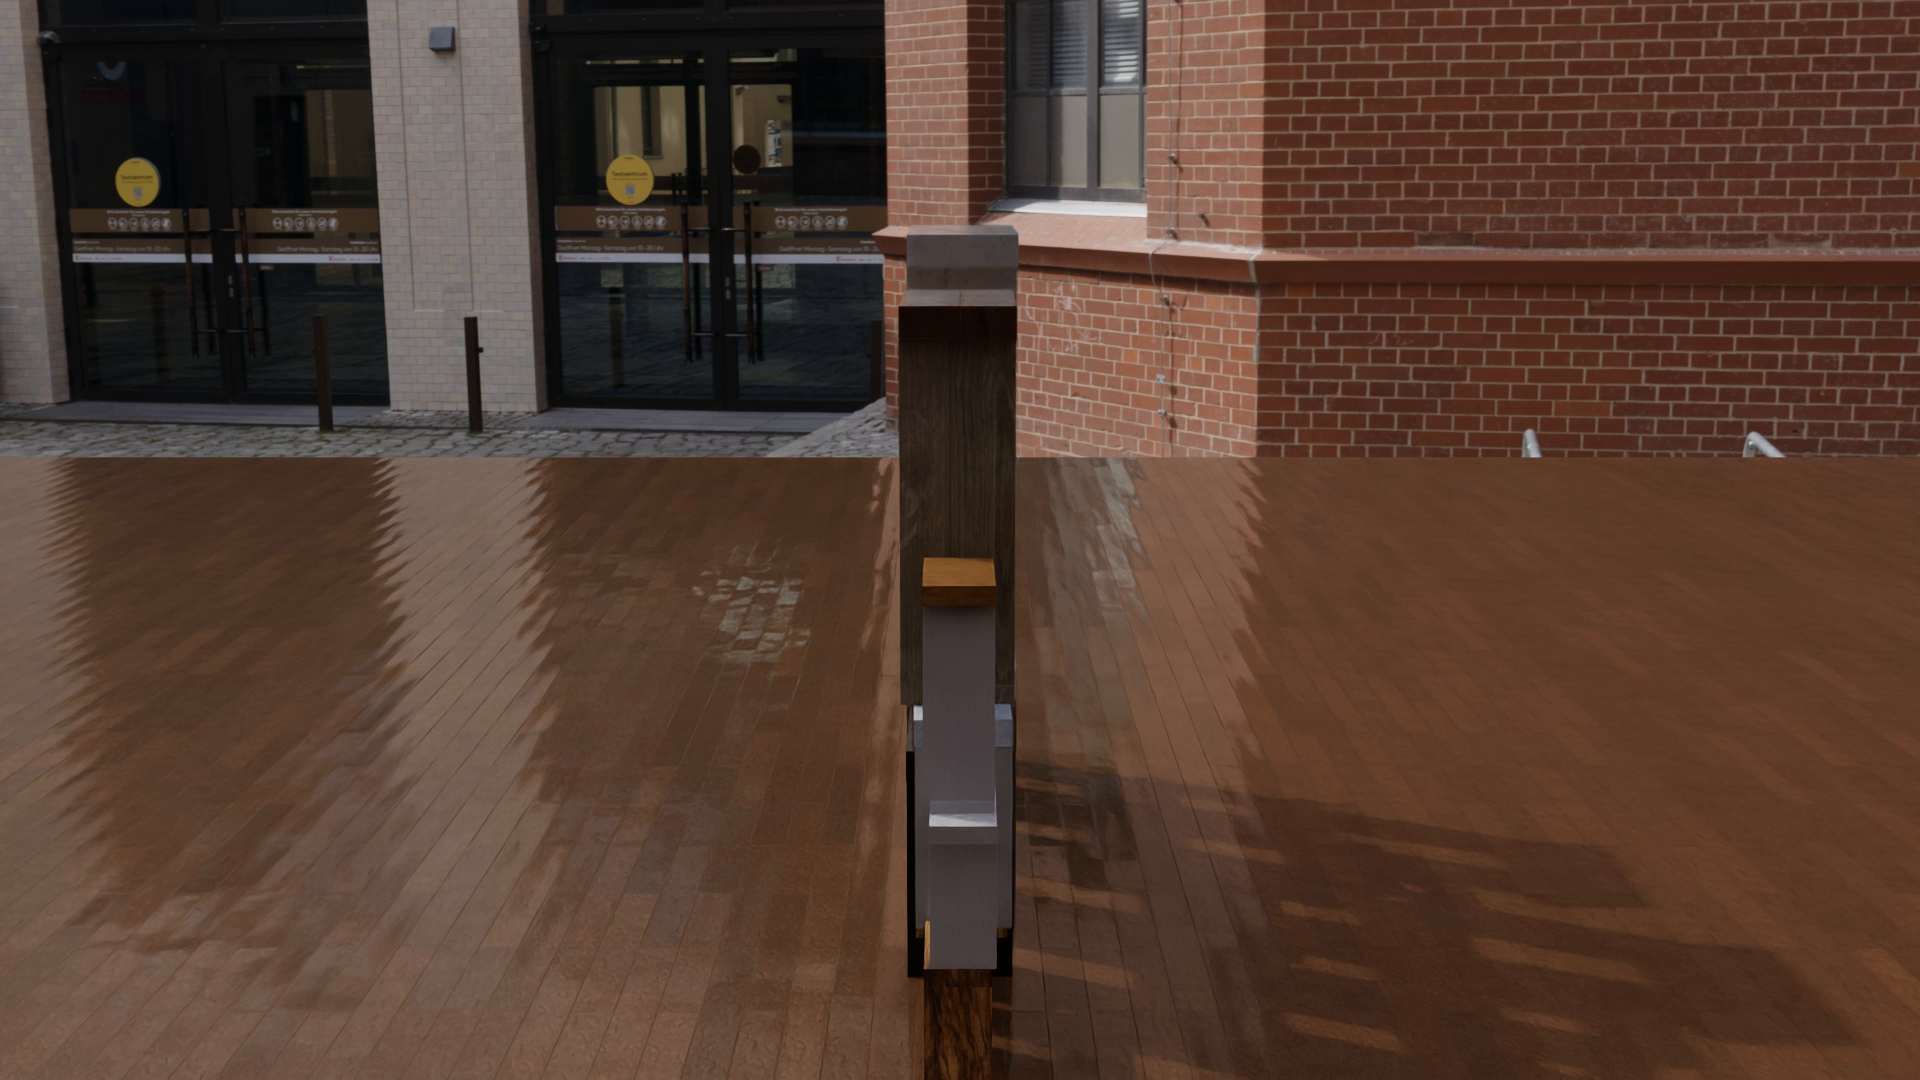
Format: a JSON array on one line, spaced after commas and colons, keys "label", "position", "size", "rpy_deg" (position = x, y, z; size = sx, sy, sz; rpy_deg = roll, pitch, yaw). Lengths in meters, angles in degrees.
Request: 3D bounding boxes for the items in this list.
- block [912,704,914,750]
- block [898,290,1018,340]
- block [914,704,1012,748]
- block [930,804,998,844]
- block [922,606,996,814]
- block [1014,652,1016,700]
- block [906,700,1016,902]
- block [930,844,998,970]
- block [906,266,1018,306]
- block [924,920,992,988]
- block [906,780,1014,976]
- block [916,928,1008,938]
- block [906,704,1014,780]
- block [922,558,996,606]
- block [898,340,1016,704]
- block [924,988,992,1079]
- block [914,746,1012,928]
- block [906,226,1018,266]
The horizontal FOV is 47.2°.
[{"label": "block", "position": [-0.001, 0.168, 3.217], "size": [0.138, 0.275, 0.039], "rpy_deg": [0, 11, 0]}, {"label": "block", "position": [-0.003, -0.310, 3.015], "size": [0.154, 0.044, 0.309], "rpy_deg": [0, 10, 0]}, {"label": "block", "position": [0.002, 0.232, 3.041], "size": [0.131, 0.037, 0.263], "rpy_deg": [0, 11, -1]}, {"label": "block", "position": [0.004, 0.355, 2.840], "size": [0.085, 0.024, 0.171], "rpy_deg": [0, 11, 0]}, {"label": "block", "position": [-0.001, 0.212, 2.794], "size": [0.092, 0.274, 0.026], "rpy_deg": [0, 11, 0]}, {"label": "block", "position": [0.002, 0.198, 3.698], "size": [0.177, 0.050, 0.355], "rpy_deg": [0, 11, 0]}, {"label": "block", "position": [0.003, 0.419, 3.619], "size": [0.177, 0.355, 0.050], "rpy_deg": [0, 11, 0]}, {"label": "block", "position": [0.004, 0.461, 2.802], "size": [0.086, 0.171, 0.024], "rpy_deg": [0, 11, 0]}, {"label": "block", "position": [0.003, -0.271, 3.594], "size": [0.178, 0.356, 0.050], "rpy_deg": [0, 12, 0]}, {"label": "block", "position": [-0.003, 0.544, 2.894], "size": [0.087, 0.025, 0.175], "rpy_deg": [0, 11, 0]}, {"label": "block", "position": [0.000, 0.498, 3.301], "size": [0.157, 0.315, 0.045], "rpy_deg": [0, 11, 0]}, {"label": "block", "position": [0.002, 0.403, 3.163], "size": [0.131, 0.343, 0.037], "rpy_deg": [0, 11, -1]}, {"label": "block", "position": [0.000, 0.302, 3.372], "size": [0.157, 0.045, 0.315], "rpy_deg": [0, 11, 0]}, {"label": "block", "position": [-0.002, 0.053, 2.826], "size": [0.092, 0.026, 0.184], "rpy_deg": [0, 11, 0]}, {"label": "block", "position": [-0.004, -0.026, 2.963], "size": [0.154, 0.498, 0.044], "rpy_deg": [0, 10, 0]}, {"label": "block", "position": [-0.003, 0.652, 2.855], "size": [0.087, 0.175, 0.025], "rpy_deg": [0, 11, 0]}, {"label": "block", "position": [0.005, 0.395, 2.983], "size": [0.131, 0.263, 0.037], "rpy_deg": [0, 11, -1]}, {"label": "block", "position": [0.004, -0.493, 3.672], "size": [0.178, 0.050, 0.355], "rpy_deg": [0, 10, 0]}]
